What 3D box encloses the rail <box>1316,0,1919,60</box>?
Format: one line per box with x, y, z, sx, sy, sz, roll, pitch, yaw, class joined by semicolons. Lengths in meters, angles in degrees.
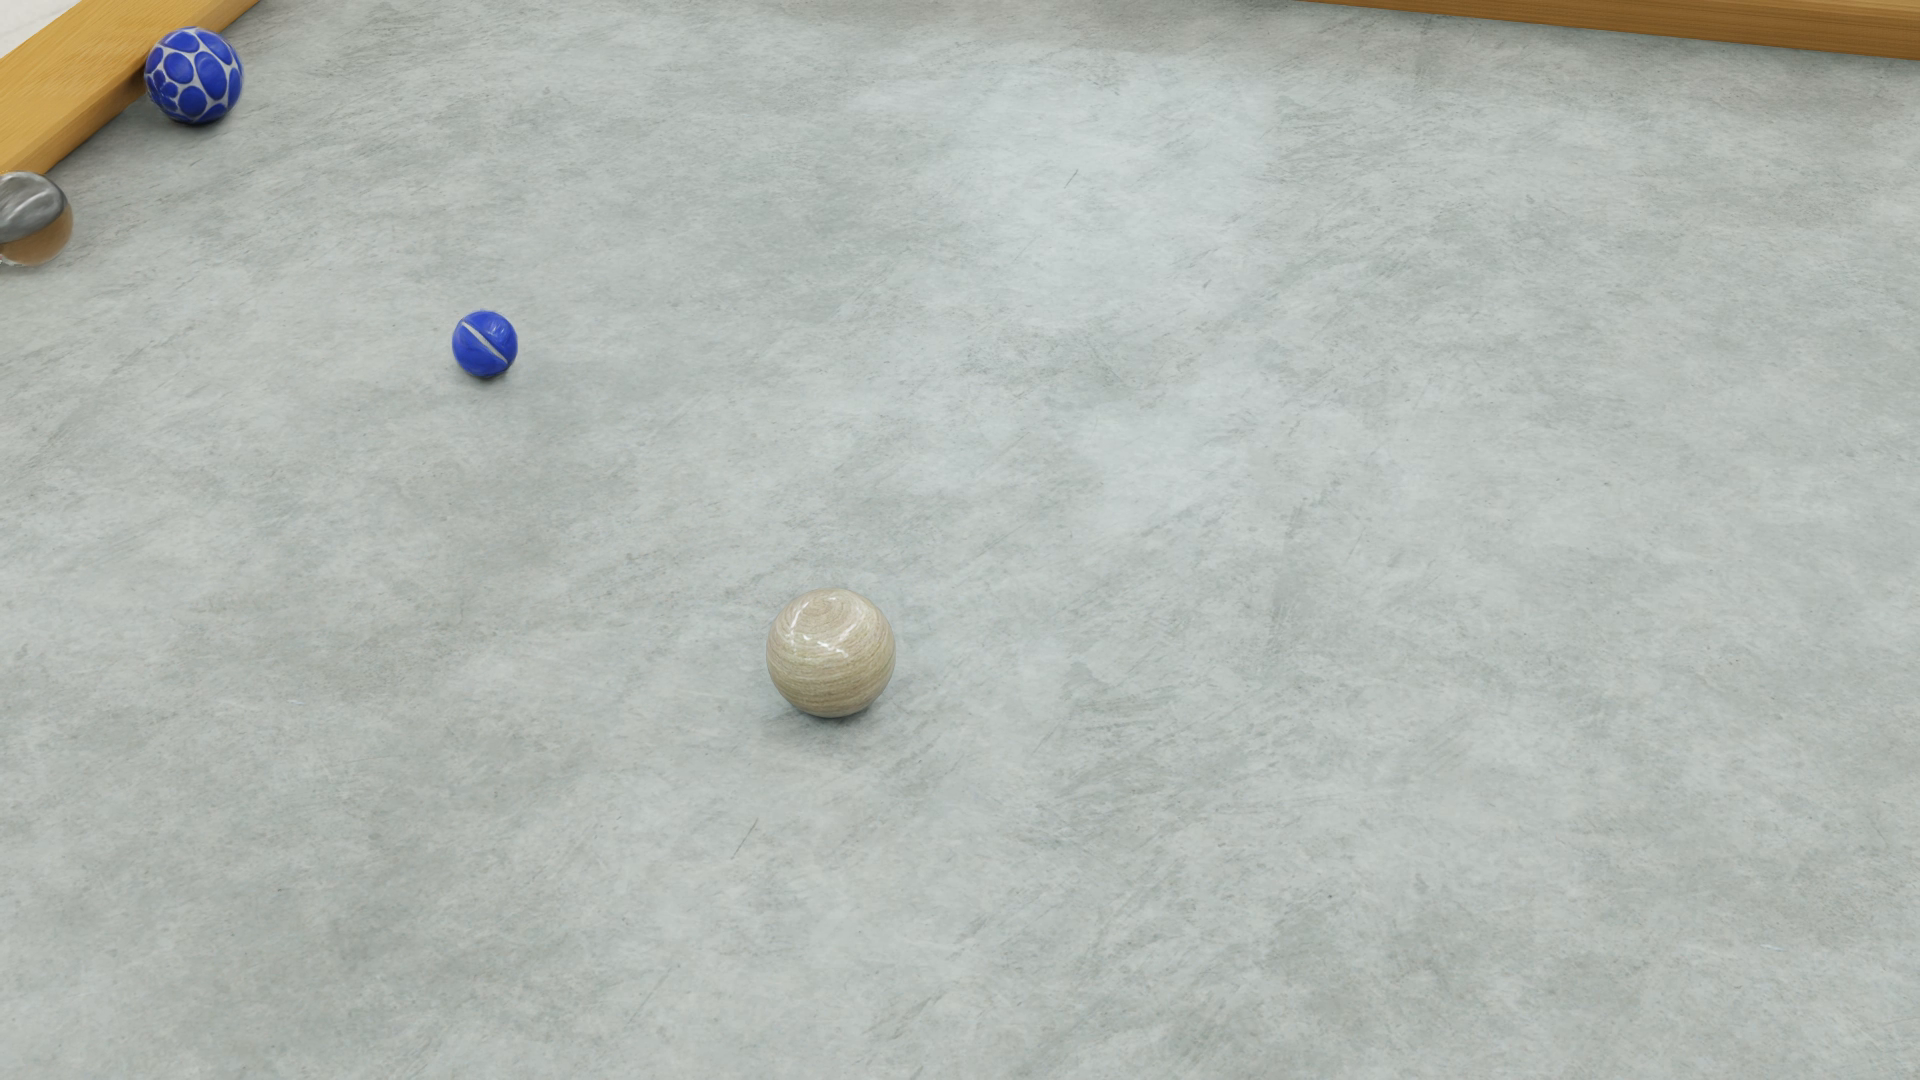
1.288;-0.509;2.598;4.134;0.129;0.045;8;35;12;rail

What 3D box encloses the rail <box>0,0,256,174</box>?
-0.978;-0.164;2.089;0.045;0.129;2.362;8;35;12;rail

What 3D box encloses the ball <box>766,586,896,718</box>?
-0.089;0.078;1.770;0.090;0.090;0.090;0;34;0;ball

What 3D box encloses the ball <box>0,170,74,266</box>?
-0.846;-0.290;2.315;0.086;0.086;0.086;0;34;0;ball

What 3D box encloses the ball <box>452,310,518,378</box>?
-0.400;-0.165;2.158;0.056;0.056;0.056;0;34;0;ball

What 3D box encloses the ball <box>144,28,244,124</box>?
-0.765;-0.463;2.563;0.095;0.095;0.095;0;34;0;ball
